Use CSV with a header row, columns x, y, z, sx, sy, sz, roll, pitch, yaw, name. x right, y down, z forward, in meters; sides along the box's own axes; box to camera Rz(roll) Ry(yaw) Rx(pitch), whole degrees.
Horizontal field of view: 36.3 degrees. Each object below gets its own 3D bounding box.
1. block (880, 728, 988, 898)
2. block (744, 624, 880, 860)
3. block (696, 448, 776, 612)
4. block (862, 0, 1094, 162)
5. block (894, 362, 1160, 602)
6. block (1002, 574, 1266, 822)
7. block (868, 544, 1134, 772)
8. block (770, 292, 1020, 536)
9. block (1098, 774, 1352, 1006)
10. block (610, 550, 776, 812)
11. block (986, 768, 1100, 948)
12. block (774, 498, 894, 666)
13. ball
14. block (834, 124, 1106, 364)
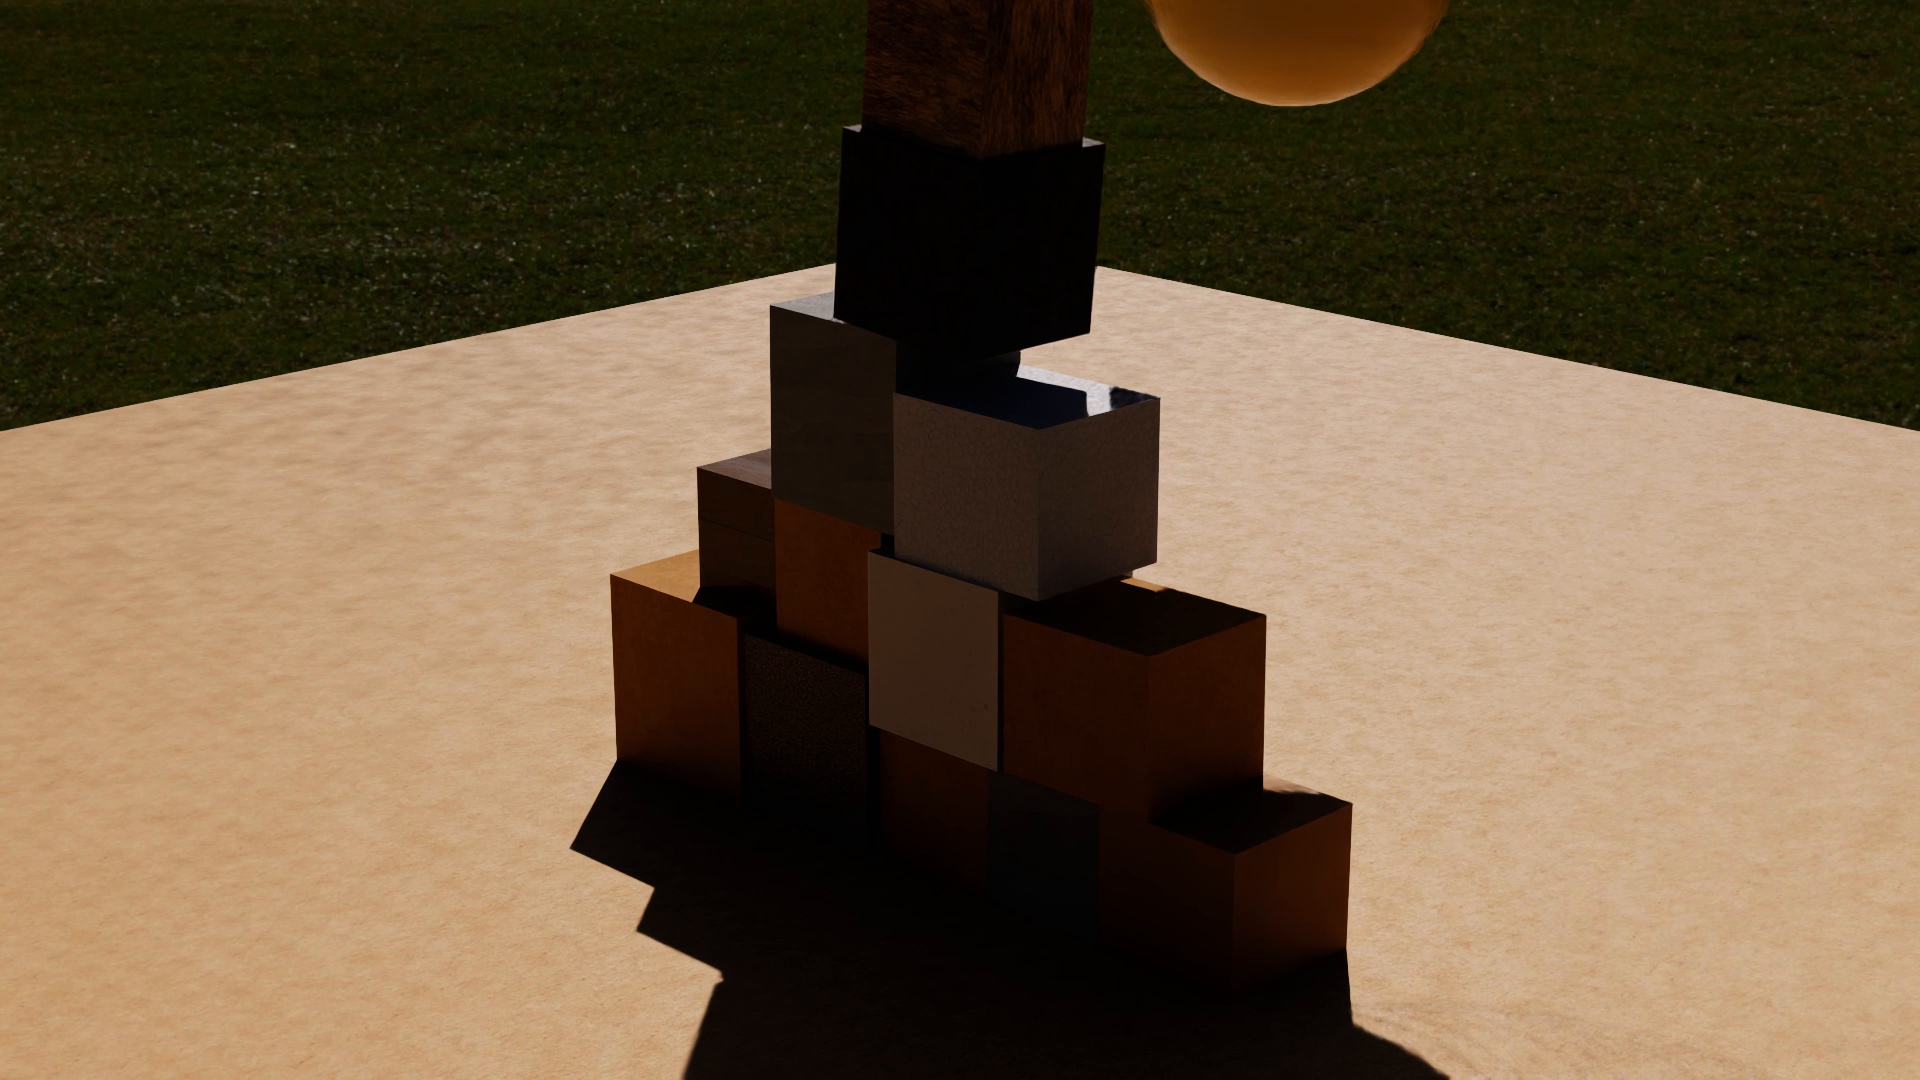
x,y,z,sx,sy,sz,roll,pitch,yaw,name
0.119,1.154,13.551,0.670,0.673,0.716,-17,24,-42,block
-0.417,0.869,14.065,0.881,0.908,0.836,-17,24,-42,block
-0.848,-0.060,14.225,0.590,0.609,0.603,-17,24,-42,block
0.073,-2.069,12.589,0.645,0.680,0.712,-17,29,-42,block
0.290,-0.274,12.935,0.766,0.758,0.884,-17,24,-42,block
0.754,0.669,12.739,0.761,0.733,0.846,-17,23,-42,block
0.183,0.441,13.310,0.873,0.831,0.818,-17,24,-42,block
-0.299,-0.627,13.484,0.790,0.914,0.833,-17,25,-42,block
1.135,1.450,12.601,0.779,0.678,0.750,-17,24,-42,block
-1.079,0.645,14.646,0.897,0.988,0.958,-17,24,-42,block
0.627,1.302,13.089,0.762,0.668,0.669,-17,24,-42,block
-0.368,0.121,13.788,0.689,0.687,0.722,-17,24,-42,block
1.623,-2.894,14.133,1.600,1.600,1.600,0,17,0,ball
0.035,-1.355,12.876,0.813,0.861,0.803,-17,29,-42,block
